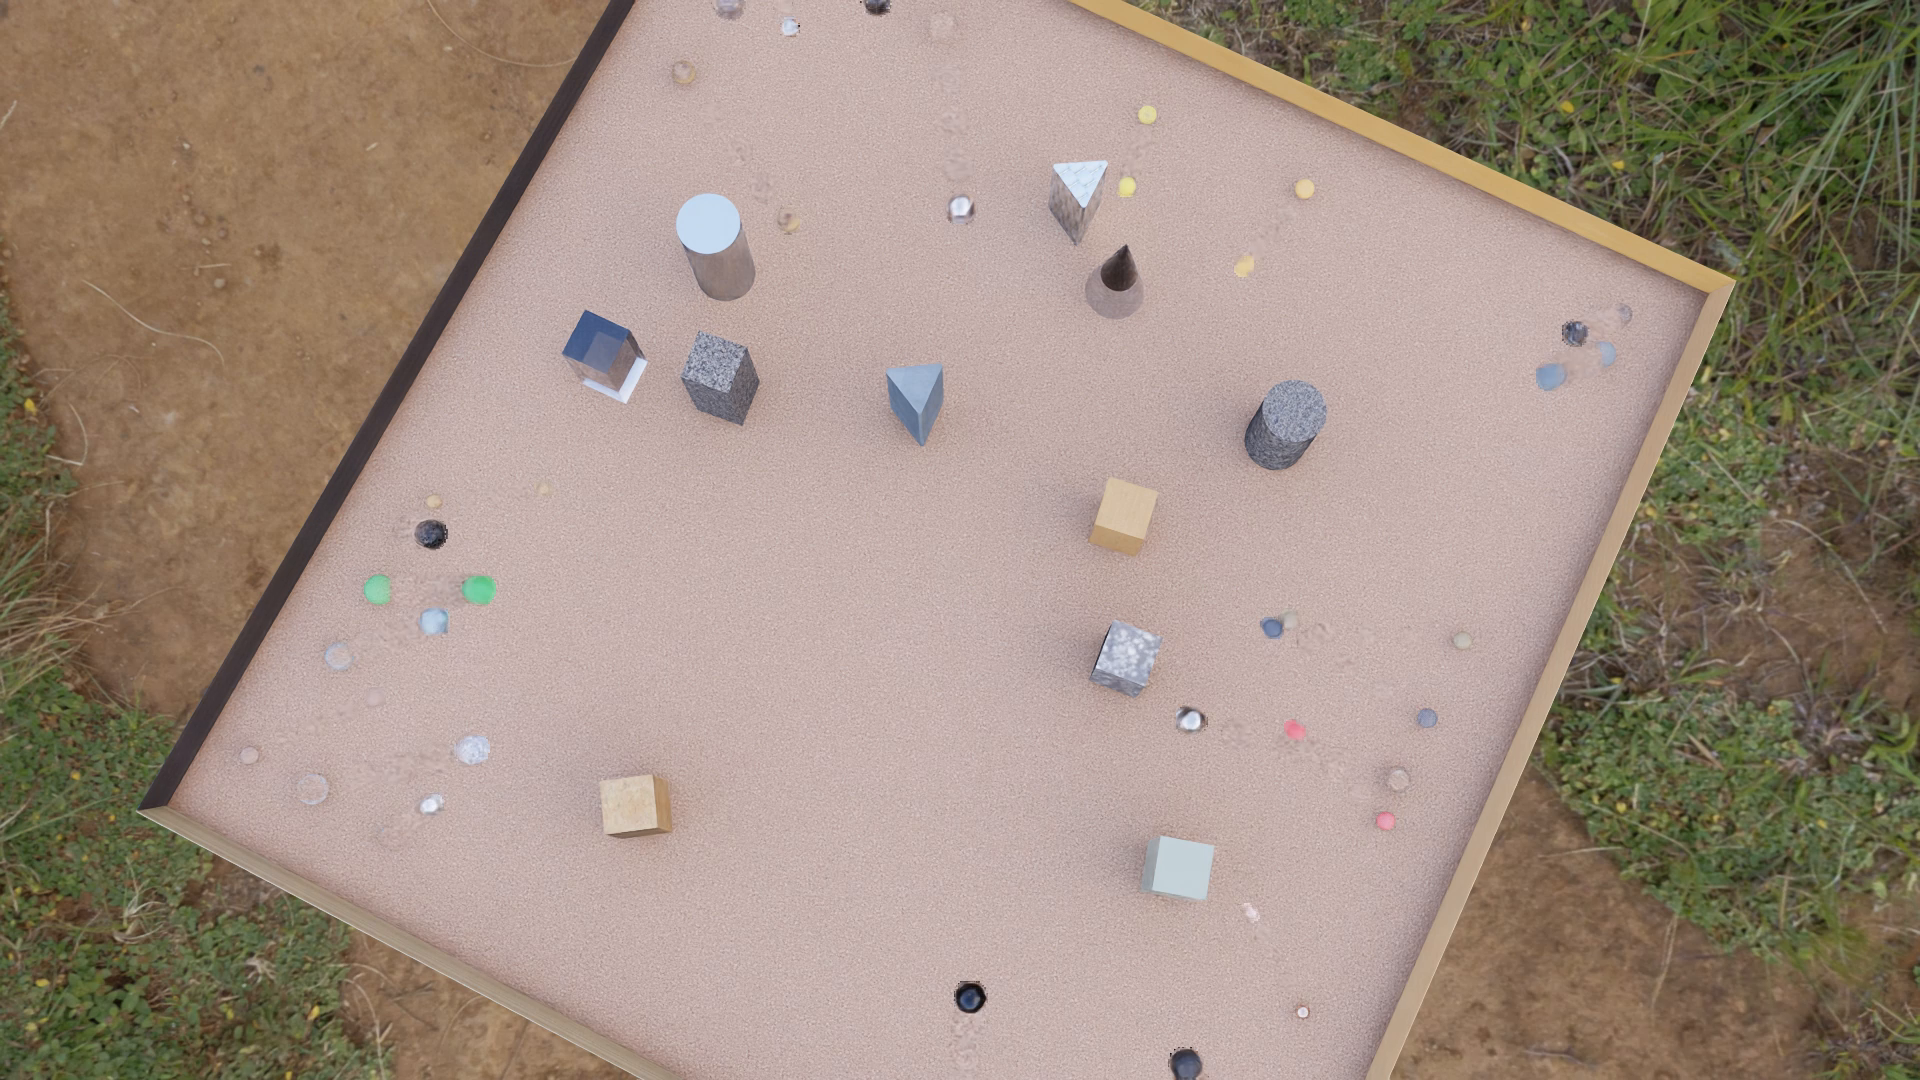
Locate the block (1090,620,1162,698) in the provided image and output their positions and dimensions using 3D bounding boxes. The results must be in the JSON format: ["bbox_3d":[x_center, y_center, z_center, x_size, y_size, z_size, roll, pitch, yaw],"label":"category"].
[{"bbox_3d":[0.486,0.352,5.395,0.150,0.291,0.150,21,79,4],"label":"block"}]

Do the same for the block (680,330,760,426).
[{"bbox_3d":[-0.721,-0.485,5.534,0.150,0.358,0.150,20,79,4],"label":"block"}]

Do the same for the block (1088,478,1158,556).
[{"bbox_3d":[0.488,-0.068,5.498,0.150,0.259,0.150,18,79,4],"label":"block"}]

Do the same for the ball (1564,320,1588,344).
[{"bbox_3d":[1.921,-0.645,5.712,0.074,0.074,0.074,0,78,0],"label":"ball"}]

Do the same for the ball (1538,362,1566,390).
[{"bbox_3d":[1.834,-0.509,5.680,0.083,0.083,0.083,0,78,0],"label":"ball"}]

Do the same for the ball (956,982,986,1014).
[{"bbox_3d":[0.030,1.324,5.297,0.089,0.089,0.089,0,78,0],"label":"ball"}]

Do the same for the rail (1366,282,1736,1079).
[{"bbox_3d":[1.572,0.776,5.392,0.045,0.122,3.598,26,80,5],"label":"rail"}]

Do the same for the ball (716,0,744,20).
[{"bbox_3d":[-0.743,-1.733,5.928,0.092,0.092,0.092,0,78,0],"label":"ball"}]

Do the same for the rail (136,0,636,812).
[{"bbox_3d":[-1.572,-0.763,5.711,0.045,0.122,3.598,26,80,5],"label":"rail"}]

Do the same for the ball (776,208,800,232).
[{"bbox_3d":[-0.542,-1.009,5.786,0.077,0.077,0.077,0,78,0],"label":"ball"}]

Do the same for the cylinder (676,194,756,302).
[{"bbox_3d":[-0.739,-0.886,5.584,0.188,0.422,0.188,0,78,0],"label":"cylinder"}]

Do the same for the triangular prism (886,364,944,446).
[{"bbox_3d":[-0.109,-0.433,5.512,0.141,0.379,0.163,-36,81,-7],"label":"triangular prism"}]

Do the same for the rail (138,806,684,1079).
[{"bbox_3d":[-0.794,1.561,5.230,3.563,0.122,0.045,26,80,5],"label":"rail"}]

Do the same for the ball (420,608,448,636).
[{"bbox_3d":[-1.585,0.246,5.522,0.086,0.086,0.086,0,78,0],"label":"ball"}]

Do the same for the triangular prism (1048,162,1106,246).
[{"bbox_3d":[0.385,-1.069,5.673,0.141,0.323,0.163,-33,80,-6],"label":"triangular prism"}]

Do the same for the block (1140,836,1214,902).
[{"bbox_3d":[0.618,0.943,5.243,0.150,0.349,0.150,10,79,2],"label":"block"}]

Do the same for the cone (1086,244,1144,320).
[{"bbox_3d":[0.488,-0.828,5.574,0.188,0.418,0.188,0,78,0],"label":"cone"}]

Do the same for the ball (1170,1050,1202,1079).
[{"bbox_3d":[0.649,1.508,5.259,0.090,0.090,0.090,0,78,0],"label":"ball"}]

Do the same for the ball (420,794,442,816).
[{"bbox_3d":[-1.564,0.785,5.422,0.063,0.063,0.063,0,78,0],"label":"ball"}]

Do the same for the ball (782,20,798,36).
[{"bbox_3d":[-0.551,-1.657,5.933,0.051,0.051,0.051,0,78,0],"label":"ball"}]

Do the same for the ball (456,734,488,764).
[{"bbox_3d":[-1.449,0.622,5.442,0.089,0.089,0.089,0,78,0],"label":"ball"}]

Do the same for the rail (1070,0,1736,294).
[{"bbox_3d":[0.794,-1.548,5.873,3.563,0.122,0.045,26,80,5],"label":"rail"}]

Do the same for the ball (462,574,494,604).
[{"bbox_3d":[-1.455,0.150,5.539,0.091,0.091,0.091,0,78,0],"label":"ball"}]

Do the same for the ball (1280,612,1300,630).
[{"bbox_3d":[0.997,0.243,5.529,0.057,0.057,0.057,0,78,0],"label":"ball"}]

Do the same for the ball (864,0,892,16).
[{"bbox_3d":[-0.268,-1.746,5.931,0.091,0.091,0.091,0,78,0],"label":"ball"}]

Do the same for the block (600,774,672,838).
[{"bbox_3d":[-0.936,0.775,5.313,0.150,0.280,0.150,-7,78,-2],"label":"block"}]

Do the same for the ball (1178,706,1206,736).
[{"bbox_3d":[0.690,0.540,5.462,0.084,0.084,0.084,0,78,0],"label":"ball"}]

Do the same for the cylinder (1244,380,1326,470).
[{"bbox_3d":[0.976,-0.342,5.511,0.188,0.344,0.188,0,78,0],"label":"cylinder"}]

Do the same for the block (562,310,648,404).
[{"bbox_3d":[-1.076,-0.554,5.570,0.150,0.316,0.150,25,79,5],"label":"block"}]

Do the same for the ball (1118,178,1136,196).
[{"bbox_3d":[0.530,-1.122,5.818,0.059,0.059,0.059,0,78,0],"label":"ball"}]

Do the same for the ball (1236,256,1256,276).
[{"bbox_3d":[0.898,-0.863,5.763,0.062,0.062,0.062,0,78,0],"label":"ball"}]

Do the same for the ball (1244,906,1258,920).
[{"bbox_3d":[0.852,1.092,5.368,0.044,0.044,0.044,0,78,0],"label":"ball"}]

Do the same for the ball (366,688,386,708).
[{"bbox_3d":[-1.751,0.473,5.490,0.055,0.055,0.055,0,78,0],"label":"ball"}]

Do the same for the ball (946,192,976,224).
[{"bbox_3d":[0.002,-1.048,5.785,0.094,0.094,0.094,0,78,0],"label":"ball"}]

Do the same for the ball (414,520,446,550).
[{"bbox_3d":[-1.611,-0.018,5.574,0.091,0.091,0.091,0,78,0],"label":"ball"}]

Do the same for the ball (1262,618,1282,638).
[{"bbox_3d":[0.943,0.266,5.531,0.060,0.060,0.060,0,78,0],"label":"ball"}]

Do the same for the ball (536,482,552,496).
[{"bbox_3d":[-1.277,-0.156,5.626,0.045,0.045,0.045,0,78,0],"label":"ball"}]

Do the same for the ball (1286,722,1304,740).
[{"bbox_3d":[1.001,0.571,5.471,0.054,0.054,0.054,0,78,0],"label":"ball"}]
